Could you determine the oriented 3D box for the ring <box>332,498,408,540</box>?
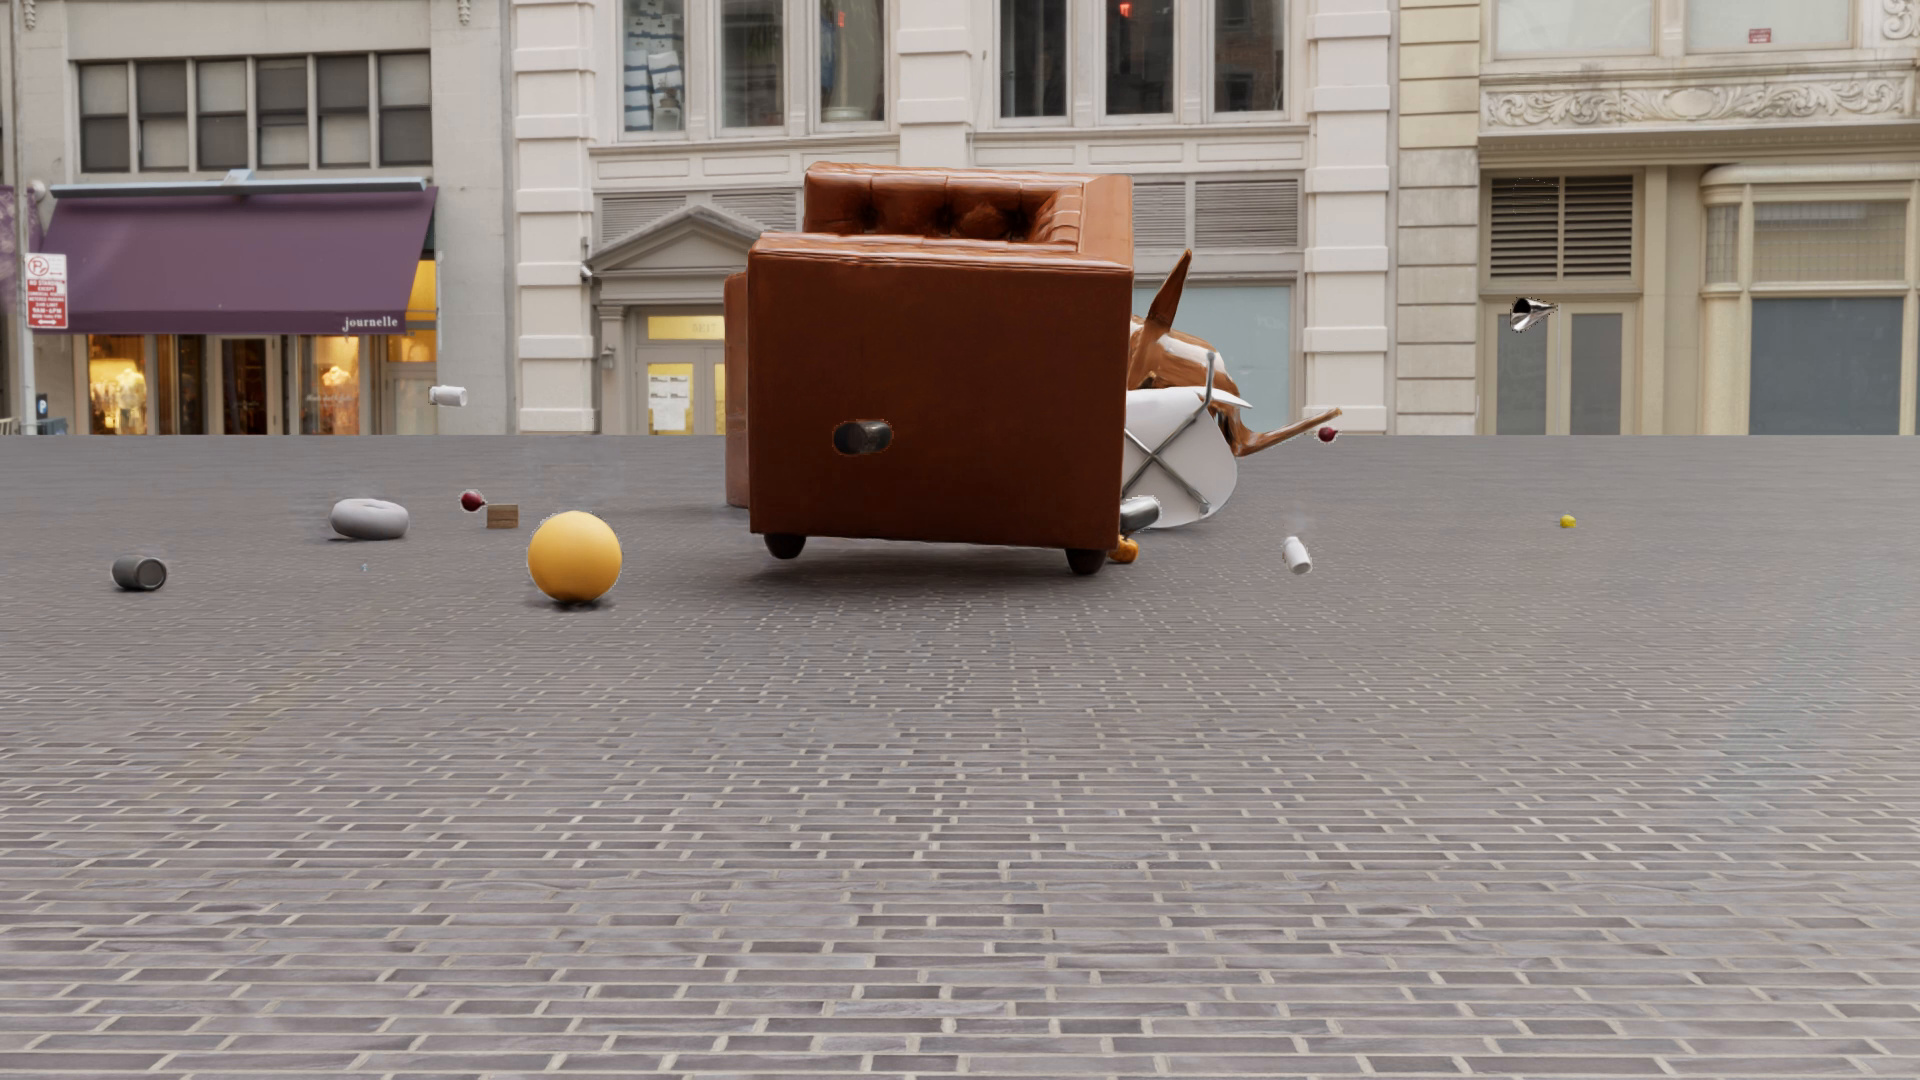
[{"bbox_3d":[-1.773,-0.062,6.611,0.204,0.098,0.290,13,6,14],"label":"ring"}]

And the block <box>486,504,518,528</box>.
[{"bbox_3d":[-1.483,-0.078,7.120,0.097,0.076,0.074,-1,4,-14],"label":"block"}]

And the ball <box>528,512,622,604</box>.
[{"bbox_3d":[-0.808,0.036,4.614,0.193,0.193,0.193,0,4,0],"label":"ball"}]

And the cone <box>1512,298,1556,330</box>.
[{"bbox_3d":[1.659,-0.657,6.304,0.110,0.077,0.137,-12,-19,-10],"label":"cone"}]

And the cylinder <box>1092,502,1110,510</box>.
[{"bbox_3d":[0.527,-0.128,8.181,0.047,0.031,0.056,3,-1,41],"label":"cylinder"}]

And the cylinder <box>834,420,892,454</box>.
[{"bbox_3d":[-0.202,-0.213,4.554,0.082,0.064,0.098,-7,4,29],"label":"cylinder"}]

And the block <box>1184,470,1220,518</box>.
[{"bbox_3d":[0.842,-0.163,7.638,0.079,0.134,0.077,-22,11,15],"label":"block"}]

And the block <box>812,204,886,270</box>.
[{"bbox_3d":[-0.412,-1.123,8.146,0.187,0.165,0.187,-6,-19,-27],"label":"block"}]
